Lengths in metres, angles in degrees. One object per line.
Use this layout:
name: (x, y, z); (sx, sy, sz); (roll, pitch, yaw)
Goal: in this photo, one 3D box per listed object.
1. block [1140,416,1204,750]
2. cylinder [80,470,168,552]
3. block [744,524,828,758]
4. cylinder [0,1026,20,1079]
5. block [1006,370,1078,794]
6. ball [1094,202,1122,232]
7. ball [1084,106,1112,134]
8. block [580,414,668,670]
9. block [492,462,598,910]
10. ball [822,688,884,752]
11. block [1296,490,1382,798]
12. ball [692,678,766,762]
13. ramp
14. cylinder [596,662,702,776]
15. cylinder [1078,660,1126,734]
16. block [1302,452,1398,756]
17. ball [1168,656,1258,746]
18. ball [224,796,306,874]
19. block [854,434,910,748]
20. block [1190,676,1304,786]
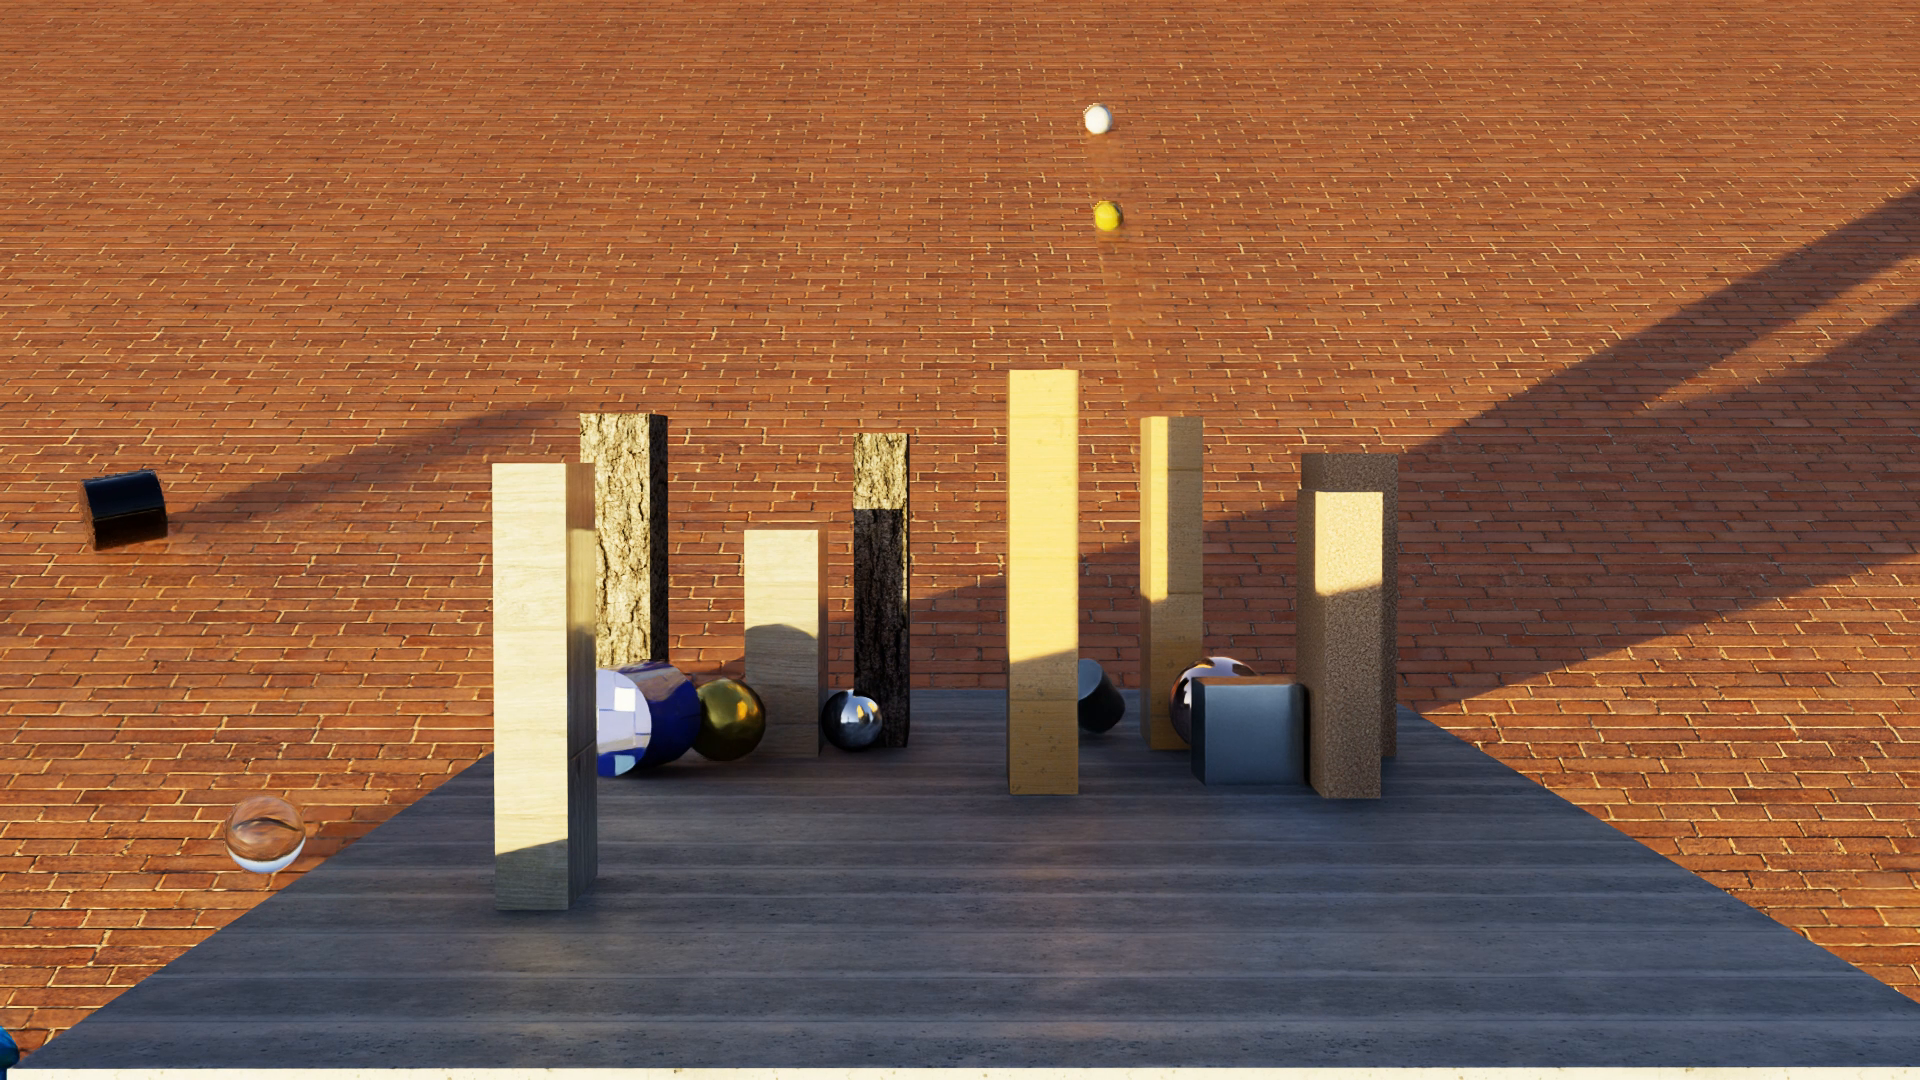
block: (0.440, 0.083, 5.378); (0.105, 0.676, 0.301); (0, 2, 0)
cylinder: (-2.455, -0.086, 7.560); (0.204, 0.204, 0.204); (-12, 27, -25)
block: (-0.353, 0.199, 5.296); (0.145, 0.451, 0.406); (0, 2, 0)
cylinder: (-1.967, 1.057, 5.018); (0.195, 0.195, 0.195); (2, 24, 4)
block: (0.148, 0.070, 4.713); (0.121, 0.749, 0.336); (0, 2, 0)
ball: (0.599, -1.303, 10.386); (0.115, 0.115, 0.115); (0, 24, 0)
ball: (0.632, -1.912, 11.729); (0.129, 0.129, 0.129); (0, 24, 0)
block: (-0.744, 0.064, 5.743); (0.148, 0.687, 0.361); (0, 2, 0)
block: (-0.569, 0.190, 3.553); (0.096, 0.592, 0.282); (0, 2, 0)
ball: (-0.218, 0.364, 5.209); (0.126, 0.126, 0.126); (0, 24, 0)
block: (0.686, 0.178, 4.687); (0.099, 0.535, 0.379); (0, 2, 0)
ball: (-0.459, 0.351, 5.024); (0.163, 0.163, 0.163); (0, 24, 0)
ramp: (0.055, 0.501, 4.547); (2.000, 0.100, 4.000); (0, 2, 0)
cylinder: (-0.628, 0.338, 4.895); (0.201, 0.201, 0.201); (10, 5, 21)
cylinder: (0.278, 0.335, 5.513); (0.114, 0.114, 0.114); (-21, 41, 19)
block: (0.792, 0.124, 5.262); (0.149, 0.602, 0.319); (0, 2, 0)
ball: (0.515, 0.330, 5.139); (0.199, 0.199, 0.199); (0, 24, 0)
ball: (-1.590, 0.674, 5.894); (0.178, 0.178, 0.178); (0, 24, 0)
block: (-0.163, 0.097, 5.448); (0.108, 0.643, 0.372); (0, 2, 0)
block: (0.531, 0.351, 4.769); (0.182, 0.182, 0.182); (0, 2, -3)
